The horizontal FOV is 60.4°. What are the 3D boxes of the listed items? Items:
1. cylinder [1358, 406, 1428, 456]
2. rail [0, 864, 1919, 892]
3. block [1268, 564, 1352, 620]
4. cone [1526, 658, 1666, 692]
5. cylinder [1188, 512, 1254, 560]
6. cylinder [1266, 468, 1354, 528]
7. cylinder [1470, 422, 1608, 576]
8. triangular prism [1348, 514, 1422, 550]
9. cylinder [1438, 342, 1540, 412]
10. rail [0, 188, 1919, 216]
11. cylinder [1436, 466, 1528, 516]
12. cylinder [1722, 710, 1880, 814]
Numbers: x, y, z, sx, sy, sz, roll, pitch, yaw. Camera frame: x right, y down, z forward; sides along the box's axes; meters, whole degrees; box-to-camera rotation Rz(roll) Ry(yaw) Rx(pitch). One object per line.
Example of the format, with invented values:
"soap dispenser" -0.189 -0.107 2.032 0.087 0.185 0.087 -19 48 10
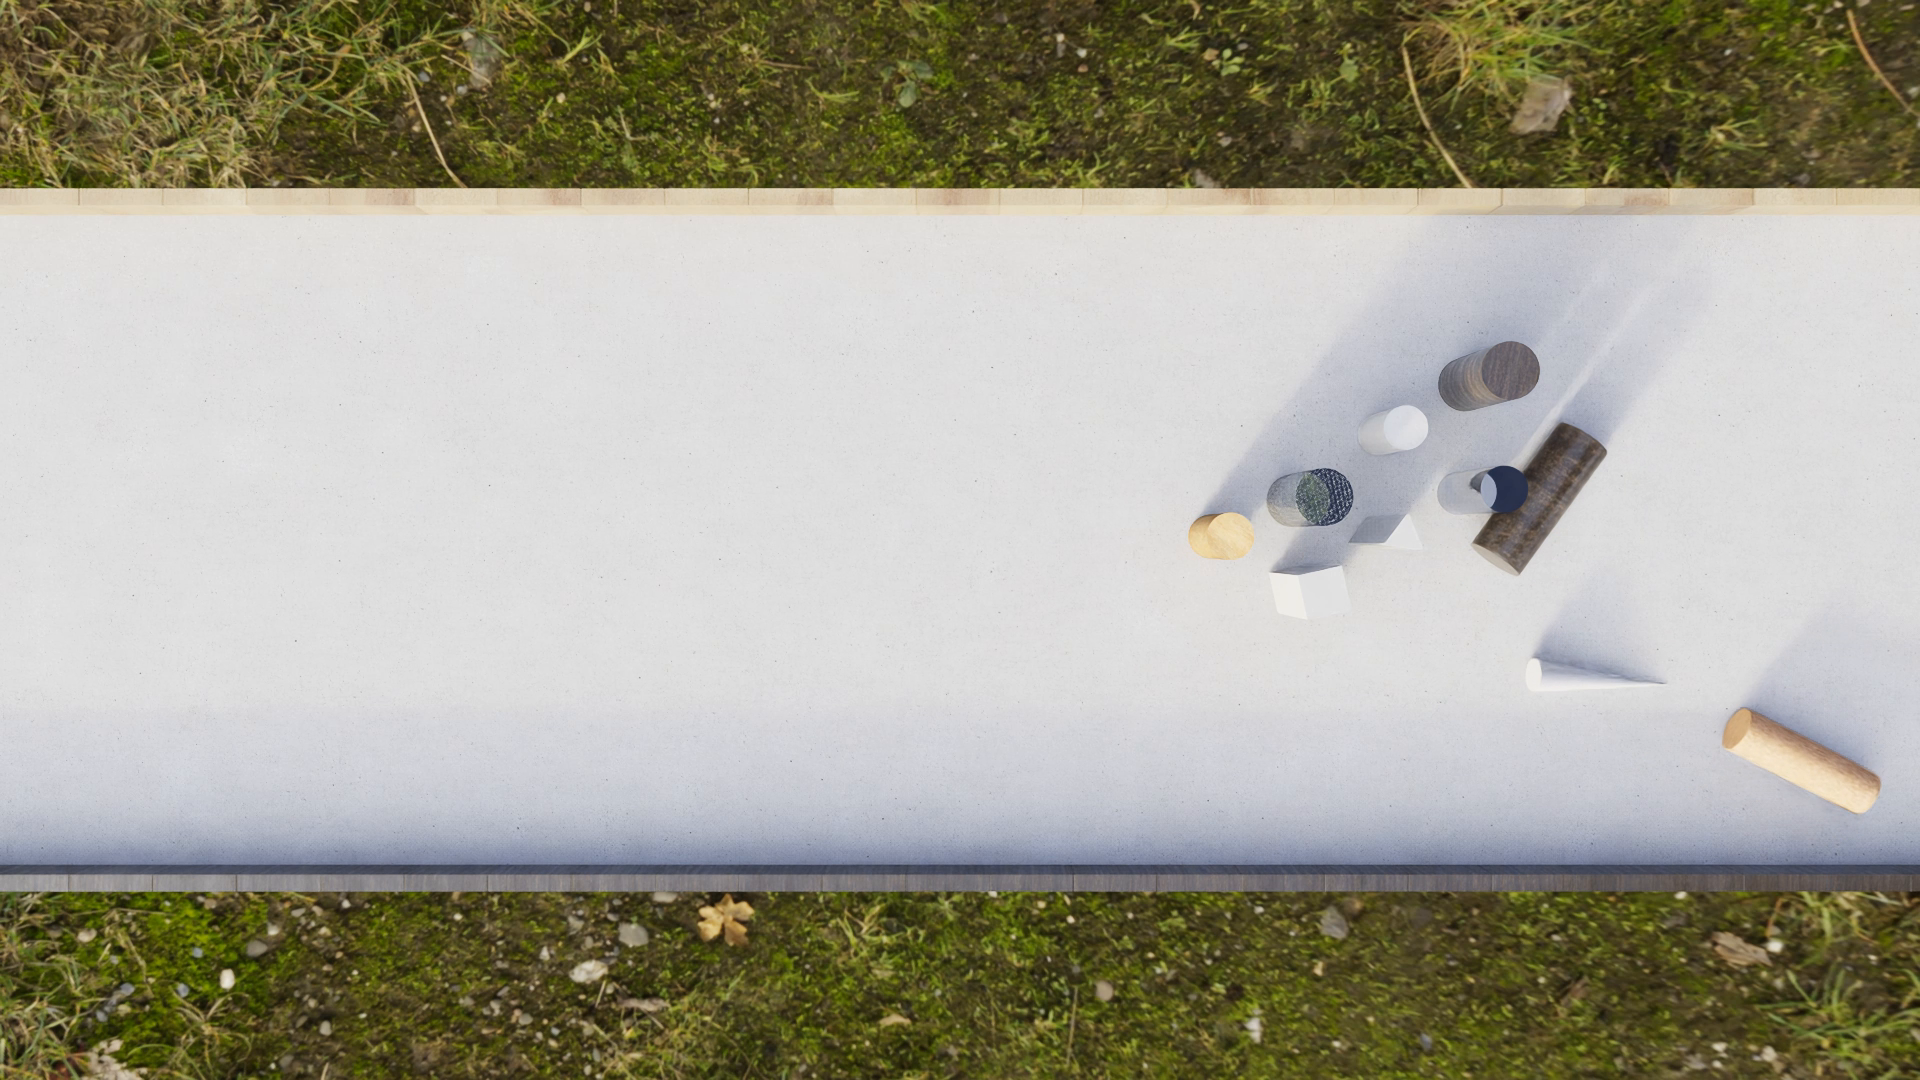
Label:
"cylinder" 1.288 -0.325 4.920 0.129 0.313 0.129 0 90 0
"rail" -2.247 1.025 5.001 12.000 0.150 0.050 0 90 0
"block" 1.026 0.148 4.859 0.128 0.435 0.128 -13 90 0
"cone" 1.968 0.428 5.051 0.445 0.102 0.102 5 90 -7
"cylinder" 0.770 -0.011 4.885 0.136 0.383 0.136 0 90 0
"cylinder" 1.025 -0.121 4.857 0.164 0.440 0.164 0 90 0
"cylinder" 1.751 -0.122 4.992 0.170 0.170 0.452 36 90 0
"triangular prism" 1.252 -0.027 4.853 0.106 0.446 0.092 8 90 0
"cylinder" 1.555 -0.479 4.866 0.166 0.420 0.166 0 90 0
"rail" -2.247 -1.025 5.002 12.000 0.150 0.050 0 90 0
"cylinder" 1.535 -0.143 4.863 0.134 0.428 0.134 0 90 0
"cylinder" 2.552 0.673 5.008 0.437 0.137 0.137 27 90 0
